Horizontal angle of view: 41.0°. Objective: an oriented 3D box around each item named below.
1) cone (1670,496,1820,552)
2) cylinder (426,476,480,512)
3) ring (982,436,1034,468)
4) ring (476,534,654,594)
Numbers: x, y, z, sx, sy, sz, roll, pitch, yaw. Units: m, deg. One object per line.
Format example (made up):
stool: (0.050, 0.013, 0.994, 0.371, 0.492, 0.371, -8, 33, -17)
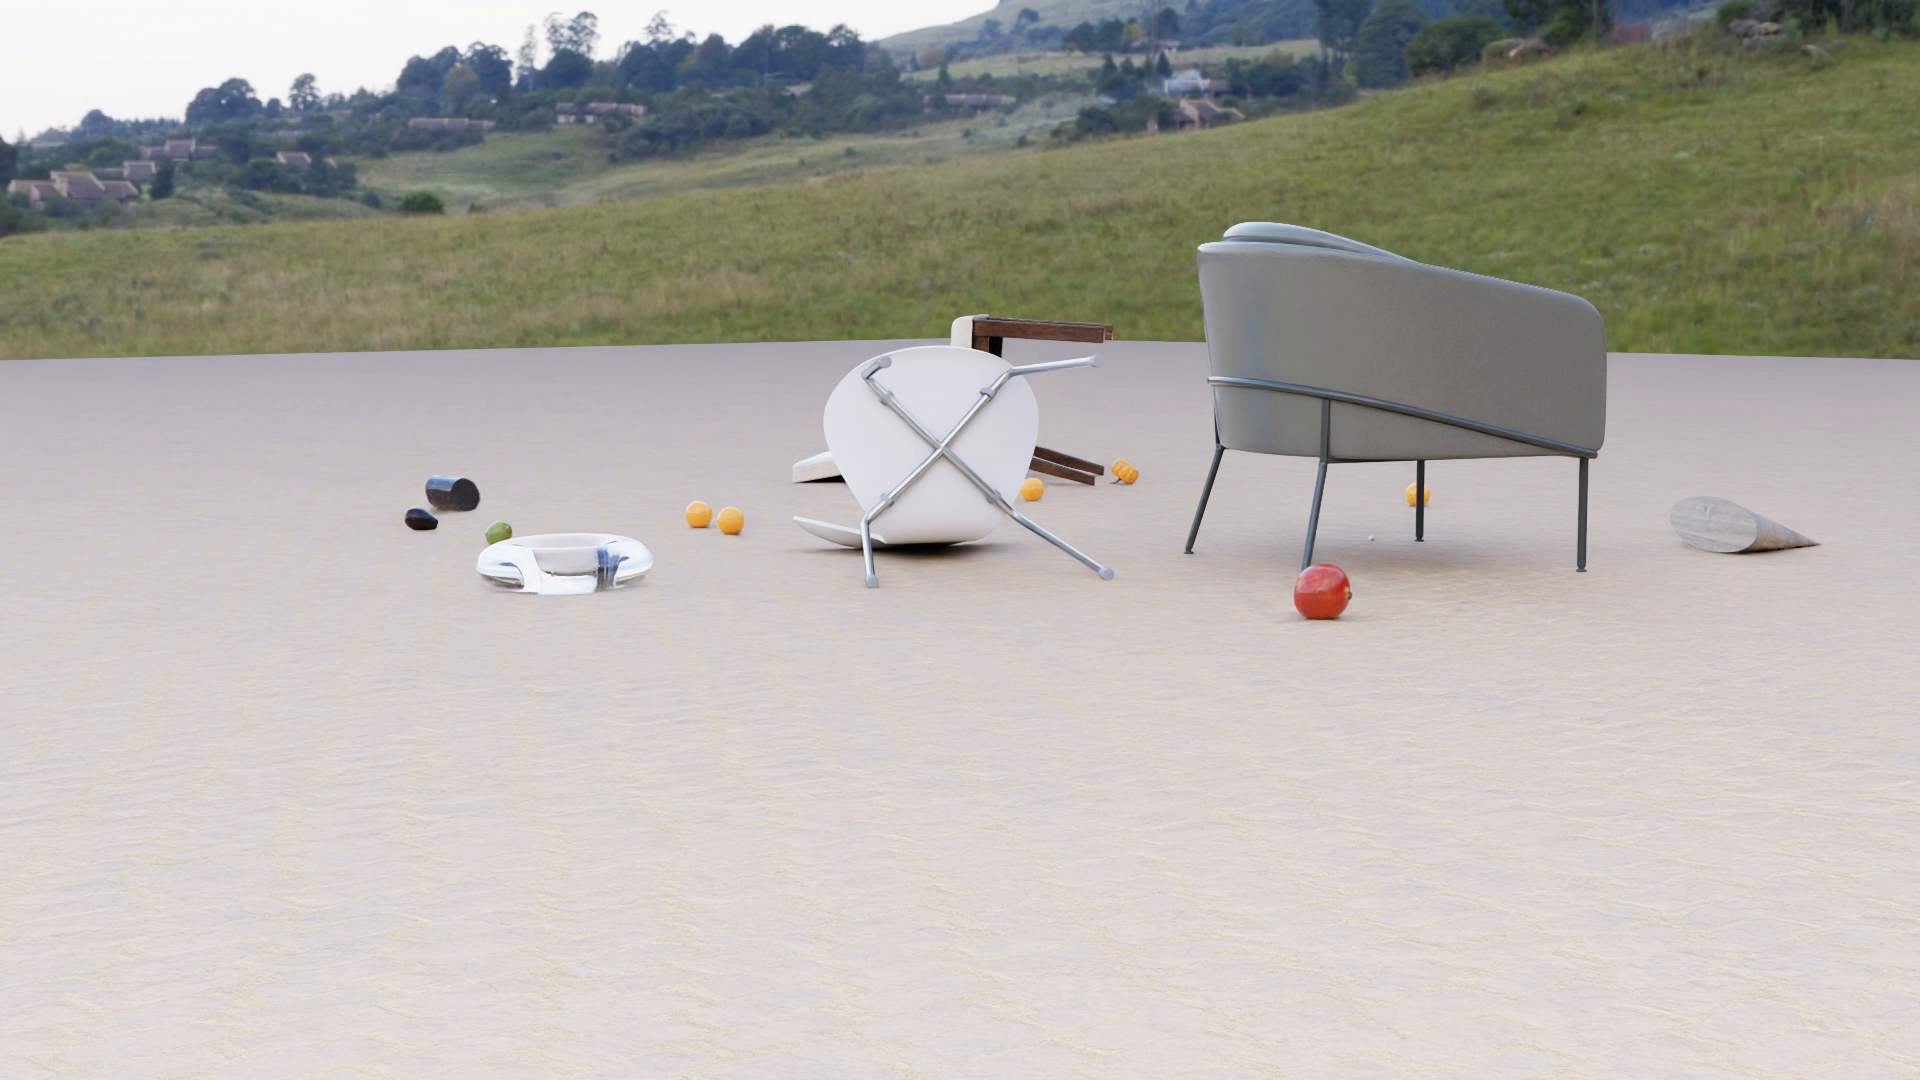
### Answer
cone: (1.961, -0.014, 6.225, 0.351, 0.131, 0.315, 9, 6, -25)
cylinder: (-1.427, -0.130, 7.211, 0.121, 0.086, 0.105, 5, -36, 42)
ring: (0.166, -0.304, 8.895, 0.190, 0.098, 0.142, -4, 9, -26)
ring: (-0.838, 0.050, 5.450, 0.348, 0.099, 0.394, 6, 9, 40)
